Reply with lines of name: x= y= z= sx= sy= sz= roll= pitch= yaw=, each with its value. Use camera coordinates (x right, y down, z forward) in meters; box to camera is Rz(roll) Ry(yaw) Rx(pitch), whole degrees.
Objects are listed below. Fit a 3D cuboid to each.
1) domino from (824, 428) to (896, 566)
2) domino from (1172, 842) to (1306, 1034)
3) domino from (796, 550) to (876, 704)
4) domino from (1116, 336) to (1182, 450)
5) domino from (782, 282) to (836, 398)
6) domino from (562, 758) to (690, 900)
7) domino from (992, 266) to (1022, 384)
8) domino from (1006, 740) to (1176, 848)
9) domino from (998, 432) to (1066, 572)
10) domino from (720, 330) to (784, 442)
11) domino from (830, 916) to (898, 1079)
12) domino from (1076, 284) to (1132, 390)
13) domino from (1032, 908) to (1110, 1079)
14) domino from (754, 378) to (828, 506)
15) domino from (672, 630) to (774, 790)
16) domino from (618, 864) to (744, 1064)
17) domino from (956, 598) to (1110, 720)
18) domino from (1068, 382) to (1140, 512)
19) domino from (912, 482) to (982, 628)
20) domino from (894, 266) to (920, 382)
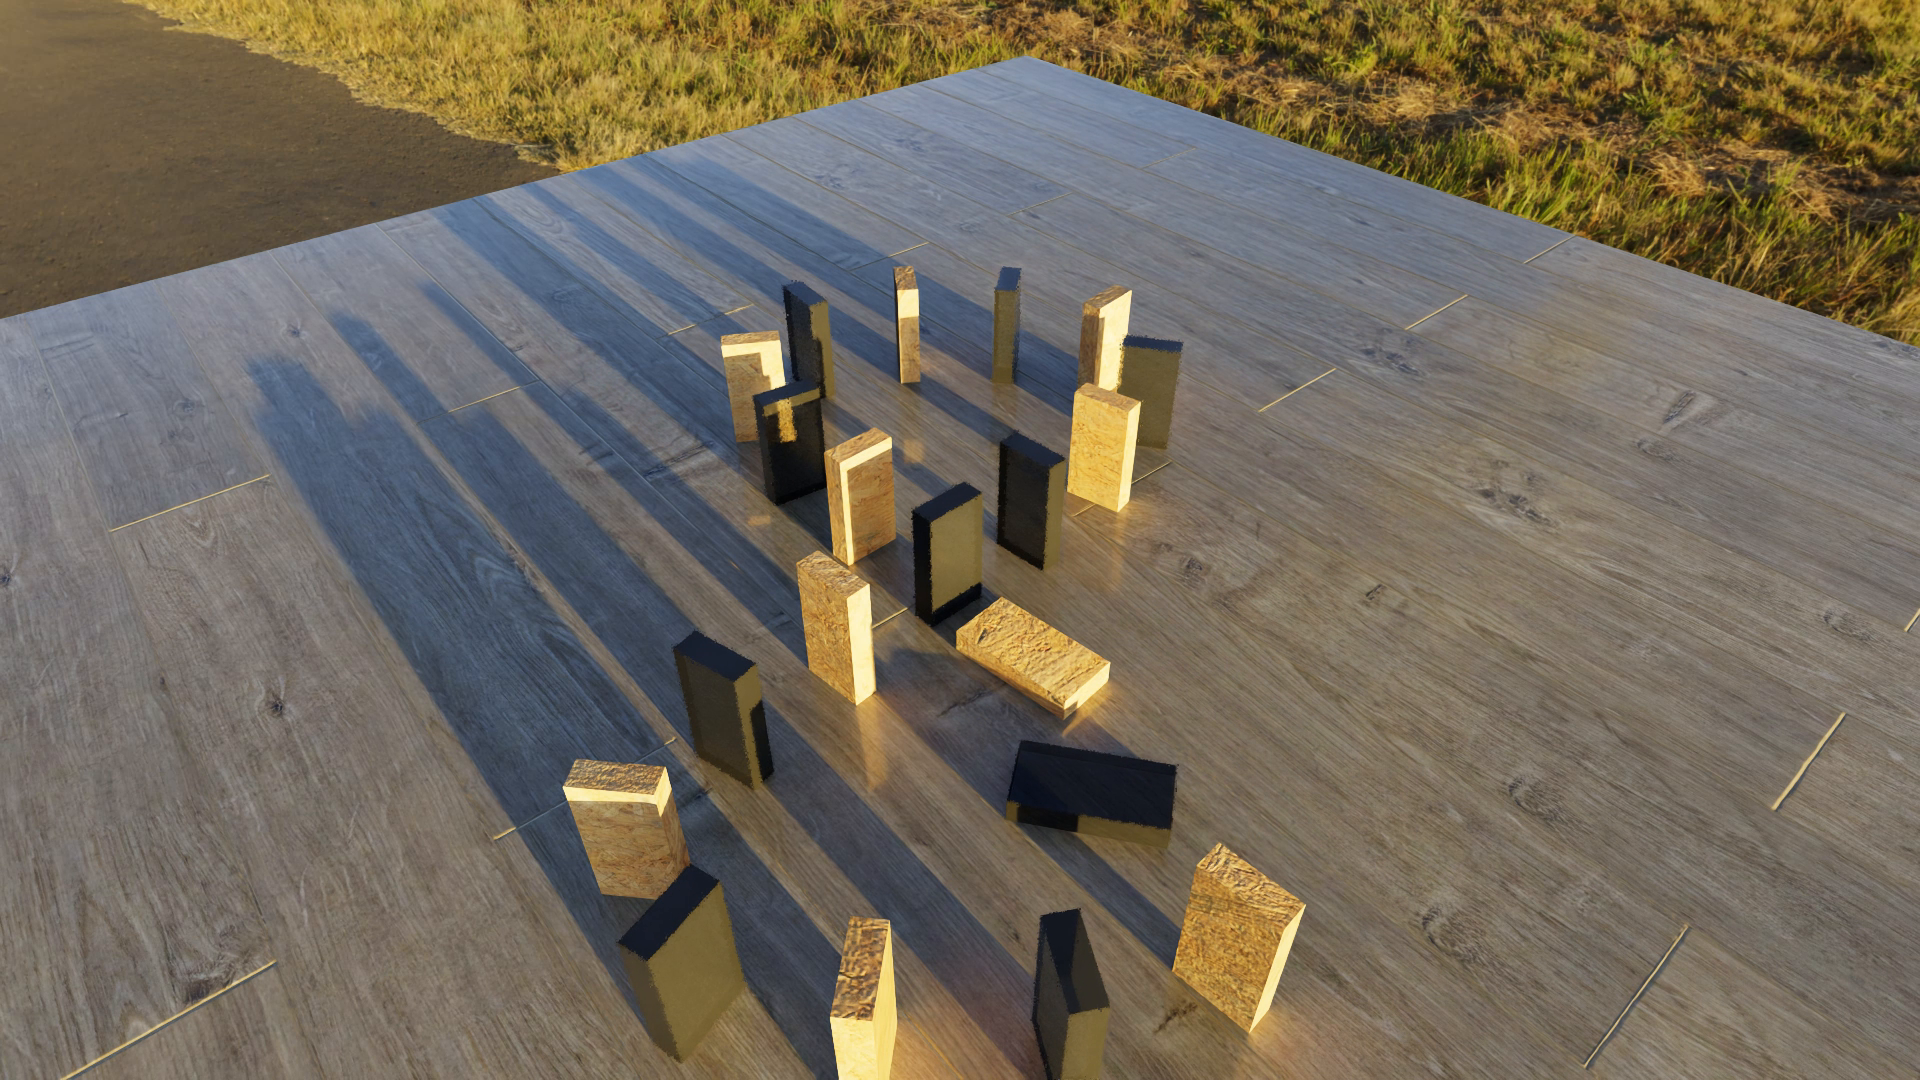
domino: x=-0.039 y=-0.017 z=0.432 sx=0.025 sy=0.050 sz=0.009 roll=-31 pitch=48 yaw=-32
domino: x=0.071 y=0.104 z=0.285 sx=0.025 sy=0.050 sz=0.009 roll=32 pitch=49 yaw=33
domino: x=-0.042 y=0.030 z=0.374 sx=0.025 sy=0.050 sz=0.010 roll=31 pitch=48 yaw=32
domino: x=0.083 y=-0.065 z=0.491 sx=0.025 sy=0.050 sz=0.010 roll=10 pitch=40 yaw=11
domino: x=-0.072 y=-0.096 z=0.528 sx=0.010 sy=0.050 sz=0.025 roll=-25 pitch=45 yaw=-27
domino: x=-0.093 y=0.083 z=0.310 sx=0.025 sy=0.050 sz=0.009 roll=4 pitch=39 yaw=5
domino: x=0.023 y=-0.105 z=0.540 sx=0.009 sy=0.050 sz=0.025 roll=6 pitch=40 yaw=8
domino: x=0.042 y=0.080 z=0.346 sx=0.050 sy=0.010 sz=0.025 roll=8 pitch=40 yaw=9
domino: x=0.027 y=-0.014 z=0.429 sx=0.025 sy=0.050 sz=0.009 roll=32 pitch=49 yaw=33
domino: x=-0.091 y=-0.069 z=0.495 sx=0.025 sy=0.050 sz=0.010 roll=-7 pitch=40 yaw=-9
domino: x=-0.023 y=0.117 z=0.268 sx=0.009 sy=0.050 sz=0.025 roll=4 pitch=39 yaw=5
domino: x=0.069 y=-0.094 z=0.526 sx=0.010 sy=0.050 sz=0.025 roll=29 pitch=48 yaw=31
domino: x=0.026 y=0.116 z=0.270 sx=0.010 sy=0.050 sz=0.025 roll=-7 pitch=40 yaw=-9
domino: x=-0.070 y=-0.041 z=0.461 sx=0.025 sy=0.050 sz=0.009 roll=-23 pitch=45 yaw=-25
domino: x=-0.074 y=0.054 z=0.345 sx=0.025 sy=0.050 sz=0.009 roll=23 pitch=45 yaw=26
domino: x=-0.070 y=0.108 z=0.279 sx=0.009 sy=0.050 sz=0.025 roll=21 pitch=44 yaw=24
domino: x=0.026 y=0.041 z=0.393 sx=0.050 sy=0.010 sz=0.025 roll=30 pitch=48 yaw=32
domino: x=0.059 y=-0.038 z=0.458 sx=0.025 sy=0.050 sz=0.009 roll=25 pitch=45 yaw=27
domino: x=-0.004 y=0.006 z=0.404 sx=0.025 sy=0.050 sz=0.009 roll=-30 pitch=48 yaw=-32
domino: x=-0.026 y=-0.106 z=0.540 sx=0.010 sy=0.050 sz=0.025 roll=-5 pitch=40 yaw=-6
